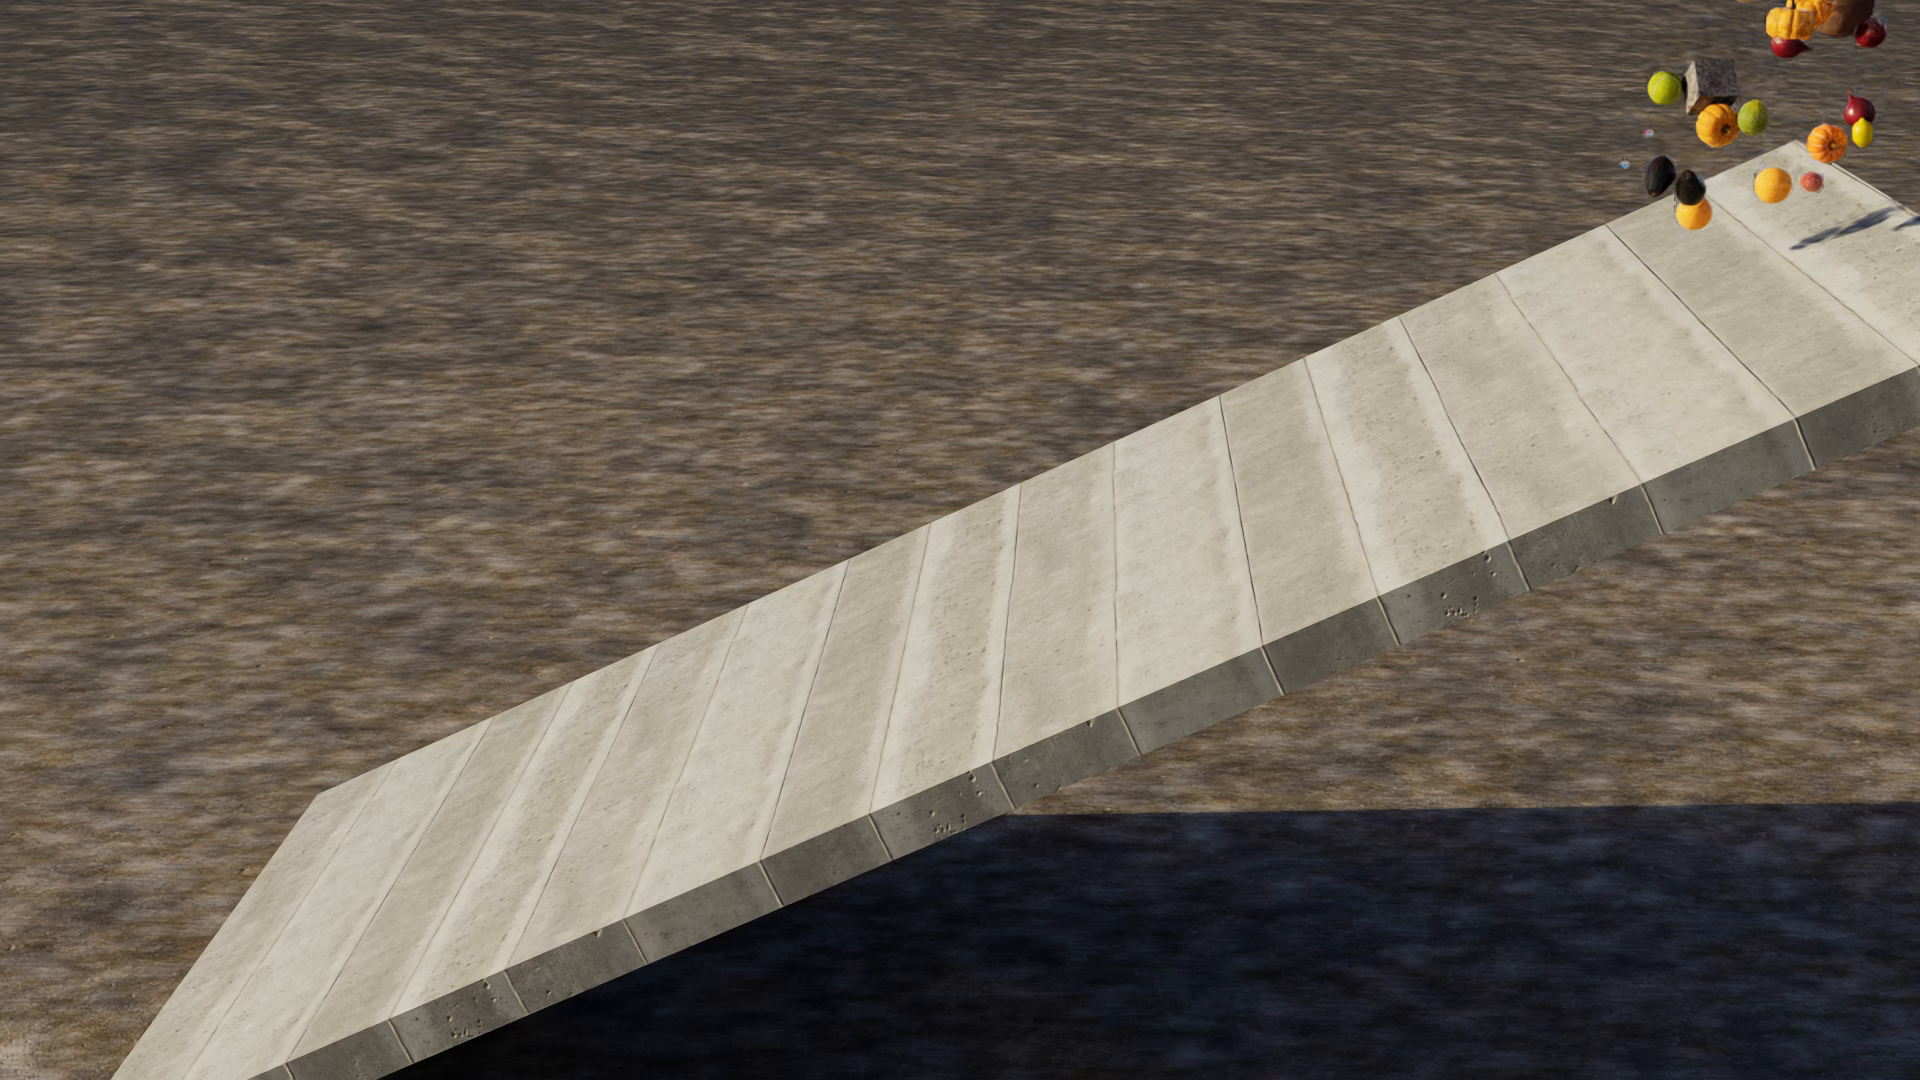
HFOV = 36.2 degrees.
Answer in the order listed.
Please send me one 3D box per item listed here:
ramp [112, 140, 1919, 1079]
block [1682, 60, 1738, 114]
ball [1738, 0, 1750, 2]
[{"bbox_3d":[0.135,0.169,6.282,4.000,0.100,2.000,-24,13,9],"label":"ramp"},{"bbox_3d":[1.537,-0.927,6.029,0.082,0.082,0.082,-1,-19,-6],"label":"block"},{"bbox_3d":[1.566,-1.109,5.872,0.070,0.070,0.070,0,16,0],"label":"ball"}]
